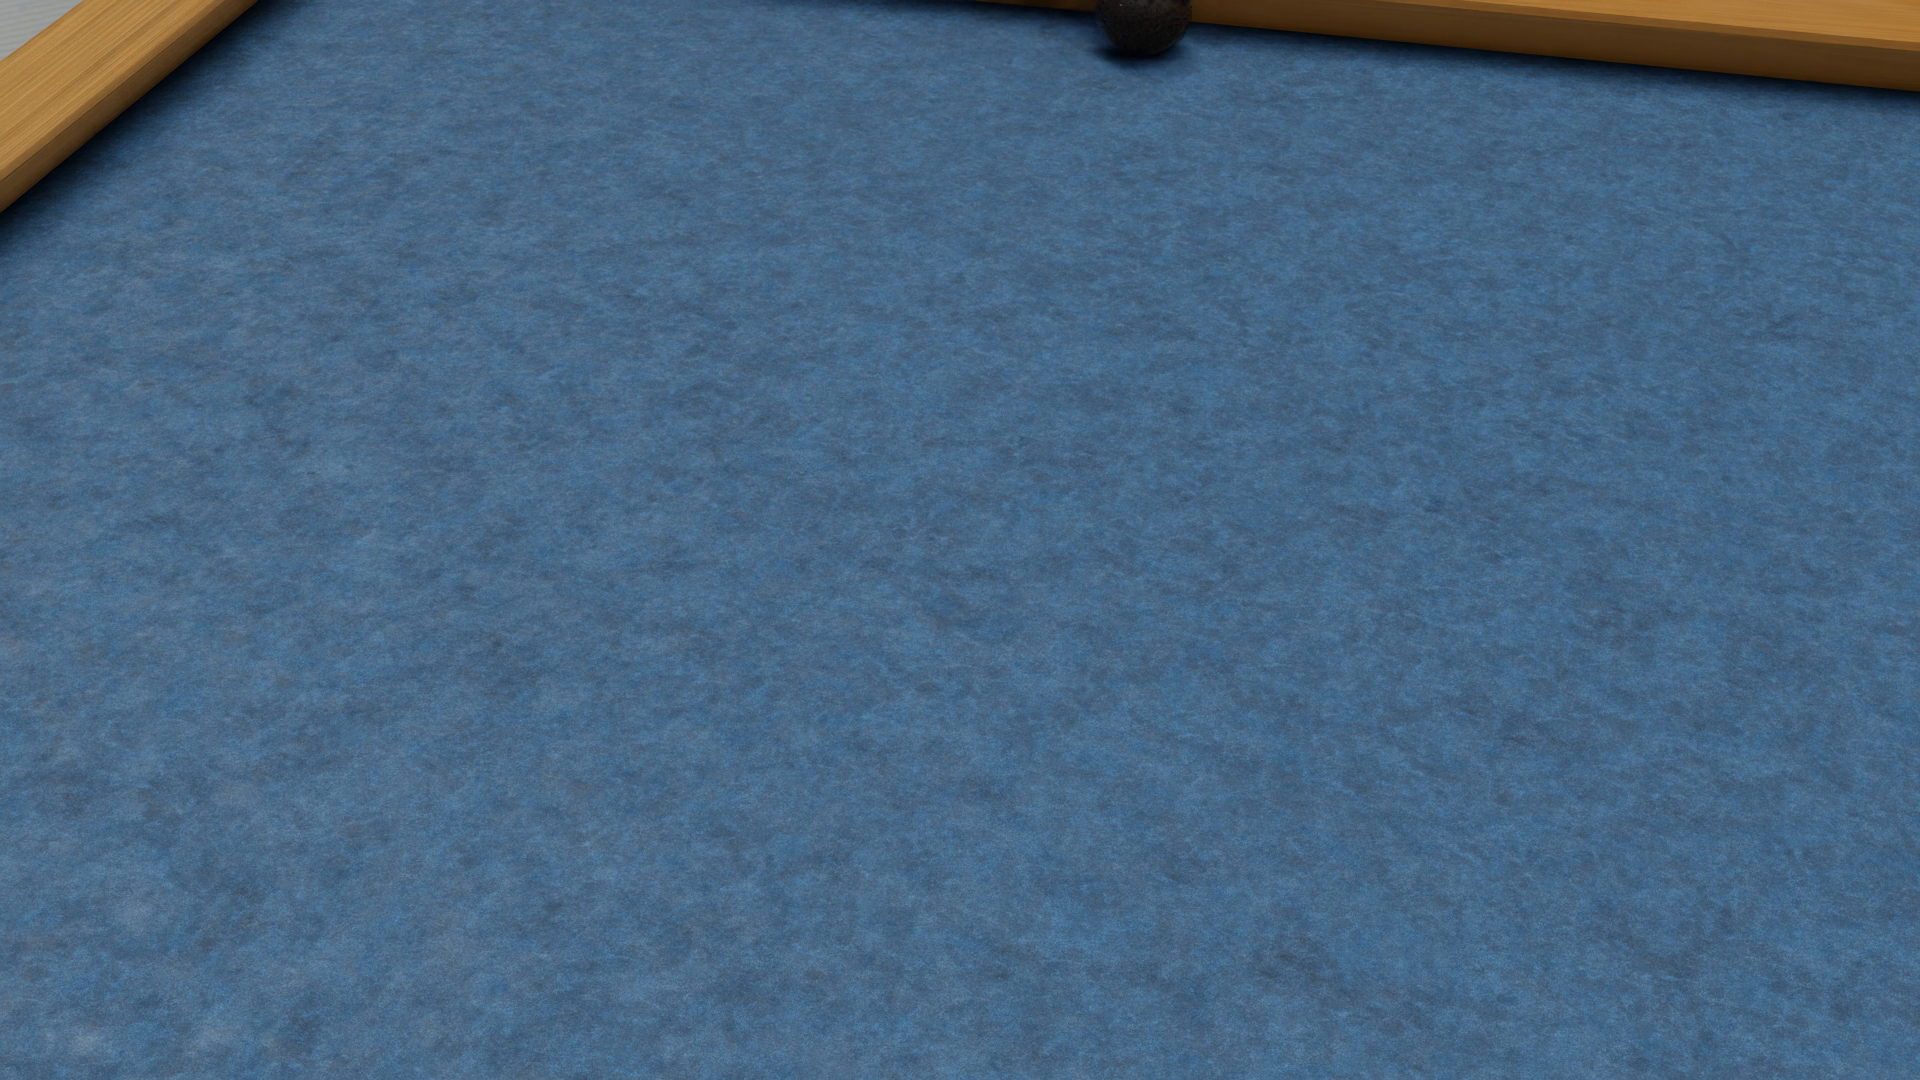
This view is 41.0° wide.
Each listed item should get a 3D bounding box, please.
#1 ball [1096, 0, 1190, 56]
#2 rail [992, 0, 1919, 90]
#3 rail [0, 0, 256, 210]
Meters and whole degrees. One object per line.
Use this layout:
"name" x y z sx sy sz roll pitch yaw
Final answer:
"ball" 0.191 -0.559 2.689 0.099 0.099 0.099 0 34 0
"rail" 1.244 -0.466 2.525 4.080 0.129 0.045 8 35 11
"rail" -0.967 -0.160 2.077 0.045 0.129 2.162 8 35 11
